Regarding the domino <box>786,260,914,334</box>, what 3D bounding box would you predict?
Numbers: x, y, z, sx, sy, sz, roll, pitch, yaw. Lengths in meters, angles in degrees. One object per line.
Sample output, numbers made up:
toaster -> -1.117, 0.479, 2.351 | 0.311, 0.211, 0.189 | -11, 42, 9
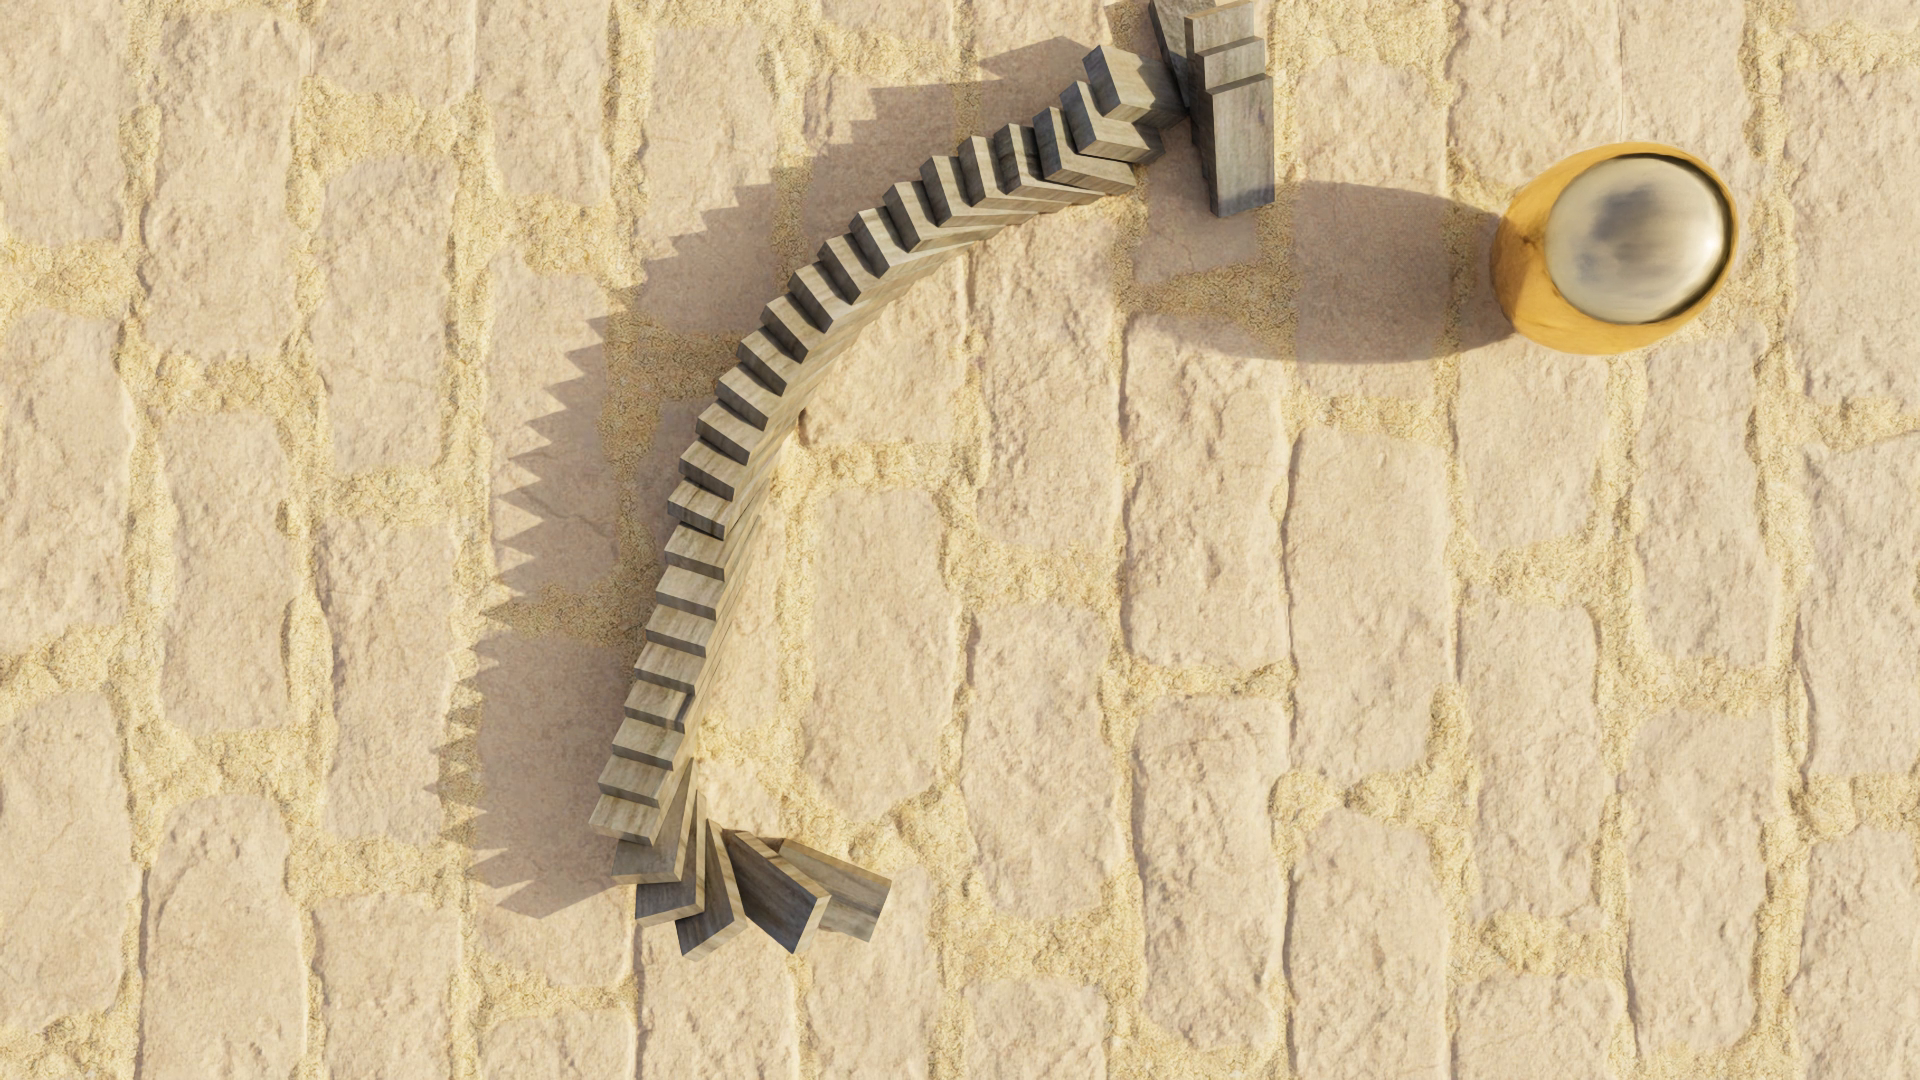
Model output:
domino -> -0.044, -0.107, 0.381 | 0.025, 0.010, 0.050 | 52, 52, 0

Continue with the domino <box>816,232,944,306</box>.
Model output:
domino -> -0.032, -0.117, 0.381 | 0.050, 0.010, 0.025 | -34, 90, -38

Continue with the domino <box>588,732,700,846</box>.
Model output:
domino -> -0.130, 0.099, 0.380 | 0.025, 0.010, 0.050 | 12, 50, 3

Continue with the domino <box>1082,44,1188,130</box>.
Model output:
domino -> 0.073, -0.186, 0.379 | 0.050, 0.010, 0.025 | -17, 87, -44

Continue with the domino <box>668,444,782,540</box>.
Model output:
domino -> -0.097, -0.026, 0.381 | 0.025, 0.010, 0.050 | 25, 51, 0

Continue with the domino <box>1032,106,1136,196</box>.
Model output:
domino -> 0.052, -0.160, 0.379 | 0.050, 0.009, 0.025 | -10, 88, -43

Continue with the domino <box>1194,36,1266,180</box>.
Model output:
domino -> 0.113, -0.178, 0.381 | 0.025, 0.010, 0.050 | -17, 128, 0

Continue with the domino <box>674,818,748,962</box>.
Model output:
domino -> -0.107, 0.144, 0.379 | 0.025, 0.009, 0.050 | -34, 46, 0

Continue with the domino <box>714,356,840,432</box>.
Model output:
domino -> -0.075, -0.069, 0.381 | 0.025, 0.010, 0.050 | 38, 51, 0

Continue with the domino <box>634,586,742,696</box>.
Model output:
domino -> -0.112, 0.038, 0.381 | 0.025, 0.009, 0.050 | 17, 51, 0

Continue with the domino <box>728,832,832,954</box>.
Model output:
domino -> -0.080, 0.147, 0.383 | 0.050, 0.009, 0.025 | 25, 91, 29

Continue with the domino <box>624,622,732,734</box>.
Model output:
domino -> -0.116, 0.053, 0.381 | 0.025, 0.010, 0.050 | 16, 51, 0

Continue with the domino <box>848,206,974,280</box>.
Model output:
domino -> -0.019, -0.127, 0.381 | 0.050, 0.010, 0.025 | -30, 90, -38

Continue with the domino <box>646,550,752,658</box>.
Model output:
domino -> -0.108, 0.023, 0.381 | 0.025, 0.009, 0.050 | 17, 52, 0

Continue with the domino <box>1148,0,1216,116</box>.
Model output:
domino -> 0.101, -0.212, 0.395 | 0.025, 0.010, 0.050 | -17, 90, 0

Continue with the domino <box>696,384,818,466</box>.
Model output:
domino -> -0.084, -0.055, 0.381 | 0.025, 0.010, 0.050 | 34, 51, 0

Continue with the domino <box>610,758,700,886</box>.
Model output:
domino -> -0.125, 0.116, 0.380 | 0.025, 0.010, 0.050 | -4, 48, 1

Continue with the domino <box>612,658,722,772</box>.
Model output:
domino -> -0.120, 0.068, 0.380 | 0.025, 0.010, 0.050 | 17, 50, 0

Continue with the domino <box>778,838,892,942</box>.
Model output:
domino -> -0.057, 0.151, 0.395 | 0.050, 0.010, 0.025 | 22, 90, 0

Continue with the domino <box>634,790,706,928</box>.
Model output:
domino -> -0.119, 0.131, 0.379 | 0.025, 0.010, 0.050 | -15, 47, 1

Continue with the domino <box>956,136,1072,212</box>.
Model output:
domino -> 0.023, -0.151, 0.381 | 0.050, 0.009, 0.025 | -14, 90, -39

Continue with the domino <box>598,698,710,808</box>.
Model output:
domino -> -0.126, 0.083, 0.380 | 0.025, 0.010, 0.050 | 16, 50, 2

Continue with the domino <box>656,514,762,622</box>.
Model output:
domino -> -0.103, 0.008, 0.381 | 0.025, 0.010, 0.050 | 17, 52, 0

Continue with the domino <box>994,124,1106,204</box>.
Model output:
domino -> 0.038, -0.155, 0.380 | 0.050, 0.009, 0.025 | -12, 89, -39

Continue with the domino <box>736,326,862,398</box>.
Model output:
domino -> -0.066, -0.082, 0.381 | 0.025, 0.010, 0.050 | 42, 51, 0

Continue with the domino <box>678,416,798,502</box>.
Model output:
domino -> -0.091, -0.041, 0.381 | 0.025, 0.009, 0.050 | 30, 51, 1

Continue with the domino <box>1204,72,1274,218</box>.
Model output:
domino -> 0.116, -0.163, 0.381 | 0.025, 0.009, 0.050 | -17, 128, 0

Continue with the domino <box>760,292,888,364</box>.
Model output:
domino -> -0.056, -0.095, 0.381 | 0.025, 0.010, 0.050 | 47, 52, 0

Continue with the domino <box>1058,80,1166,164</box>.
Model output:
domino -> 0.064, -0.172, 0.379 | 0.050, 0.010, 0.025 | -15, 86, -44

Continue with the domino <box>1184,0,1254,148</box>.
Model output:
domino -> 0.109, -0.193, 0.381 | 0.025, 0.009, 0.050 | -17, 128, 0

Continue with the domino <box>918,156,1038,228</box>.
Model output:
domino -> 0.009, -0.145, 0.381 | 0.050, 0.009, 0.025 | -19, 90, -39

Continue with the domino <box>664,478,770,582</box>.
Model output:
domino -> -0.100, -0.009, 0.381 | 0.025, 0.010, 0.050 | 18, 53, 0

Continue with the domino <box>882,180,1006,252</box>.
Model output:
domino -> -0.006, -0.136, 0.381 | 0.050, 0.010, 0.025 | -25, 90, -39

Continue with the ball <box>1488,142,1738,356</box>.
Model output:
ball -> 0.254, -0.113, 0.360 | 0.080, 0.080, 0.080 | 0, 90, 0
